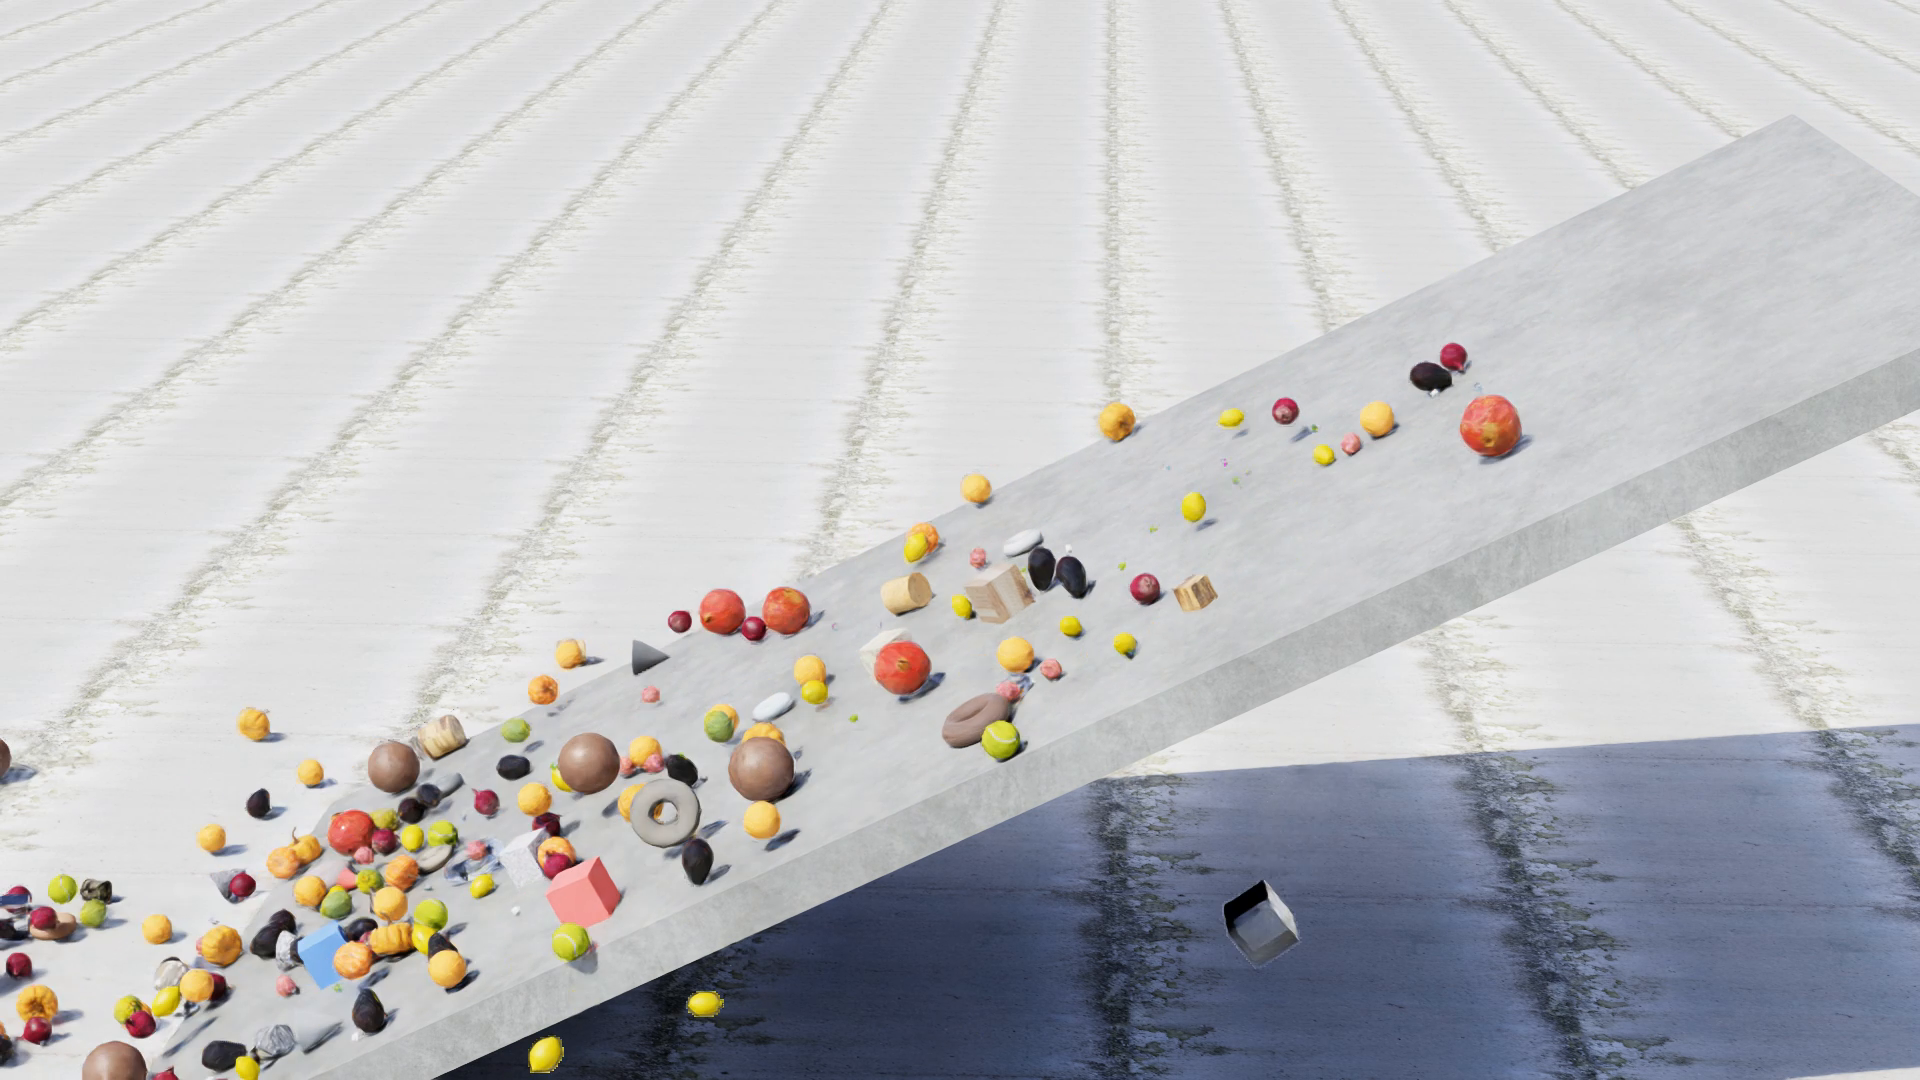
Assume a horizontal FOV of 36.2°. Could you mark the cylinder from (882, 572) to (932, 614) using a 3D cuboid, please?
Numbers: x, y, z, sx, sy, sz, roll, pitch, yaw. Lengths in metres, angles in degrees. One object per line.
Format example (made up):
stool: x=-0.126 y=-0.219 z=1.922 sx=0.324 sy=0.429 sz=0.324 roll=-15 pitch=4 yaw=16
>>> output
cylinder: x=-0.120 y=0.119 z=6.577 sx=0.079 sy=0.079 sz=0.079 roll=-16 pitch=3 yaw=39

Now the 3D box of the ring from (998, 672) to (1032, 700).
ring: x=0.106 y=0.281 z=5.659 sx=0.076 sy=0.025 sz=0.076 roll=-25 pitch=17 yaw=8

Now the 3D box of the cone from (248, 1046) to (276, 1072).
cone: x=-1.358 y=1.016 z=5.764 sx=0.050 sy=0.050 sz=0.050 roll=10 pitch=5 yaw=-44

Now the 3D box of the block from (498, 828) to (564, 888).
block: x=-0.886 y=0.655 z=6.071 sx=0.080 sy=0.080 sz=0.080 roll=-20 pitch=16 yaw=29

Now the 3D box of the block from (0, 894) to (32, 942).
block: x=-2.257 y=0.898 z=6.997 sx=0.082 sy=0.082 sz=0.082 roll=-3 pitch=17 yaw=-10

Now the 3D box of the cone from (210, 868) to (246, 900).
cone: x=-1.776 y=0.824 z=7.183 sx=0.083 sy=0.083 sz=0.083 roll=-35 pitch=26 yaw=-11

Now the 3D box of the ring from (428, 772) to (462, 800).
ring: x=-1.241 y=0.593 z=7.088 sx=0.094 sy=0.031 sz=0.094 roll=-27 pitch=14 yaw=7

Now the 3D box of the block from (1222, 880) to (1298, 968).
block: x=0.534 y=0.681 z=5.225 sx=0.090 sy=0.090 sz=0.090 roll=-35 pitch=20 yaw=13

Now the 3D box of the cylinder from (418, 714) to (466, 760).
cylinder: x=-1.311 y=0.499 z=7.449 sx=0.088 sy=0.088 sz=0.088 roll=-25 pitch=14 yaw=9

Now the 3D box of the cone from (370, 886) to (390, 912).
cone: x=-1.274 y=0.776 z=6.408 sx=0.053 sy=0.053 sz=0.053 roll=-25 pitch=2 yaw=1

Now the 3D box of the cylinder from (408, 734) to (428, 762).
cylinder: x=-1.369 y=0.525 z=7.566 sx=0.070 sy=0.070 sz=0.070 roll=13 pitch=30 yaw=37

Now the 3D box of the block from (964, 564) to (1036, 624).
block: x=0.082 y=0.113 z=6.184 sx=0.091 sy=0.091 sz=0.091 roll=-33 pitch=15 yaw=-23

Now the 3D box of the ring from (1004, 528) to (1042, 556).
ring: x=0.140 y=0.006 z=6.597 sx=0.094 sy=0.031 sz=0.094 roll=-26 pitch=12 yaw=6

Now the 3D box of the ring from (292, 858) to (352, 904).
ring: x=-1.467 y=0.786 z=6.772 sx=0.150 sy=0.050 sz=0.150 roll=-25 pitch=15 yaw=7

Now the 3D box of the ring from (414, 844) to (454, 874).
ring: x=-1.166 y=0.708 z=6.519 sx=0.097 sy=0.032 sz=0.097 roll=-27 pitch=14 yaw=7

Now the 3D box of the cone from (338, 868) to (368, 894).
cone: x=-1.371 y=0.776 z=6.675 sx=0.058 sy=0.058 sz=0.058 roll=4 pitch=17 yaw=13

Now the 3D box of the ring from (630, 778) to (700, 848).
ring: x=-0.573 y=0.531 z=5.722 sx=0.139 sy=0.139 sz=0.046 roll=-3 pitch=11 yaw=-9

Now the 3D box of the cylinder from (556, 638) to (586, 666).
cylinder: x=-1.175 y=0.338 z=8.881 sx=0.079 sy=0.079 sz=0.079 roll=-6 pitch=18 yaw=-19

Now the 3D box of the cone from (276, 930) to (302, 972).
cone: x=-1.413 y=0.886 z=6.322 sx=0.088 sy=0.088 sz=0.088 roll=2 pitch=17 yaw=8

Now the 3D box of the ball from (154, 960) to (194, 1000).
ball: x=-1.724 y=0.964 z=6.446 sx=0.085 sy=0.085 sz=0.085 roll=0 pitch=17 yaw=0

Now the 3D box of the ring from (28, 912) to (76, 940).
ring: x=-2.161 y=0.919 z=7.006 sx=0.111 sy=0.037 sz=0.111 roll=-1 pitch=16 yaw=0

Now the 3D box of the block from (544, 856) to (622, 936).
block: x=-0.721 y=0.681 z=5.629 sx=0.094 sy=0.094 sz=0.094 roll=-24 pitch=14 yaw=14

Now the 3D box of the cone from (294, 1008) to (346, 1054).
cone: x=-1.241 y=0.944 z=5.729 sx=0.092 sy=0.092 sz=0.092 roll=-14 pitch=19 yaw=-9

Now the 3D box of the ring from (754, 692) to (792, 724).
ring: x=-0.403 y=0.361 z=6.331 sx=0.094 sy=0.031 sz=0.094 roll=-30 pitch=14 yaw=8

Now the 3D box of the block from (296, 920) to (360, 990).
block: x=-1.309 y=0.861 z=6.100 sx=0.092 sy=0.092 sz=0.092 roll=-30 pitch=14 yaw=-9

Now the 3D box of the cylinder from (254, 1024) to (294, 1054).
cylinder: x=-1.349 y=0.983 z=5.784 sx=0.055 sy=0.055 sz=0.055 roll=-19 pitch=1 yaw=40

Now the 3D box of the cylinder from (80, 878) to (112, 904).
cylinder: x=-2.109 y=0.857 z=7.184 sx=0.054 sy=0.054 sz=0.054 roll=5 pitch=17 yaw=16

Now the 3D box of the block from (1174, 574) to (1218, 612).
block: x=0.449 y=0.101 z=5.607 sx=0.051 sy=0.051 sz=0.051 roll=-37 pitch=17 yaw=-35

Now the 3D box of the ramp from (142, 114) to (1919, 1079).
ramp: x=0.139 y=0.168 z=6.281 sx=4.000 sy=0.100 sz=2.000 roll=-25 pitch=14 yaw=10

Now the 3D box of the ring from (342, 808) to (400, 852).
ring: x=-1.403 y=0.690 z=7.006 sx=0.148 sy=0.049 sz=0.148 roll=-26 pitch=15 yaw=7

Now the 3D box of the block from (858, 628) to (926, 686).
block: x=-0.144 y=0.244 z=6.151 sx=0.084 sy=0.084 sz=0.084 roll=-11 pitch=21 yaw=50

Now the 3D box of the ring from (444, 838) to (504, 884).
ring: x=-1.044 y=0.689 z=6.322 sx=0.143 sy=0.048 sz=0.143 roll=-27 pitch=14 yaw=7

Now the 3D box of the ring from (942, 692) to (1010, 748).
ring: x=0.030 y=0.339 z=5.541 sx=0.143 sy=0.048 sz=0.143 roll=-28 pitch=16 yaw=9

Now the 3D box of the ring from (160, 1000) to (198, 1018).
ring: x=-1.692 y=1.016 z=6.370 sx=0.080 sy=0.027 sz=0.080 roll=-5 pitch=5 yaw=0
